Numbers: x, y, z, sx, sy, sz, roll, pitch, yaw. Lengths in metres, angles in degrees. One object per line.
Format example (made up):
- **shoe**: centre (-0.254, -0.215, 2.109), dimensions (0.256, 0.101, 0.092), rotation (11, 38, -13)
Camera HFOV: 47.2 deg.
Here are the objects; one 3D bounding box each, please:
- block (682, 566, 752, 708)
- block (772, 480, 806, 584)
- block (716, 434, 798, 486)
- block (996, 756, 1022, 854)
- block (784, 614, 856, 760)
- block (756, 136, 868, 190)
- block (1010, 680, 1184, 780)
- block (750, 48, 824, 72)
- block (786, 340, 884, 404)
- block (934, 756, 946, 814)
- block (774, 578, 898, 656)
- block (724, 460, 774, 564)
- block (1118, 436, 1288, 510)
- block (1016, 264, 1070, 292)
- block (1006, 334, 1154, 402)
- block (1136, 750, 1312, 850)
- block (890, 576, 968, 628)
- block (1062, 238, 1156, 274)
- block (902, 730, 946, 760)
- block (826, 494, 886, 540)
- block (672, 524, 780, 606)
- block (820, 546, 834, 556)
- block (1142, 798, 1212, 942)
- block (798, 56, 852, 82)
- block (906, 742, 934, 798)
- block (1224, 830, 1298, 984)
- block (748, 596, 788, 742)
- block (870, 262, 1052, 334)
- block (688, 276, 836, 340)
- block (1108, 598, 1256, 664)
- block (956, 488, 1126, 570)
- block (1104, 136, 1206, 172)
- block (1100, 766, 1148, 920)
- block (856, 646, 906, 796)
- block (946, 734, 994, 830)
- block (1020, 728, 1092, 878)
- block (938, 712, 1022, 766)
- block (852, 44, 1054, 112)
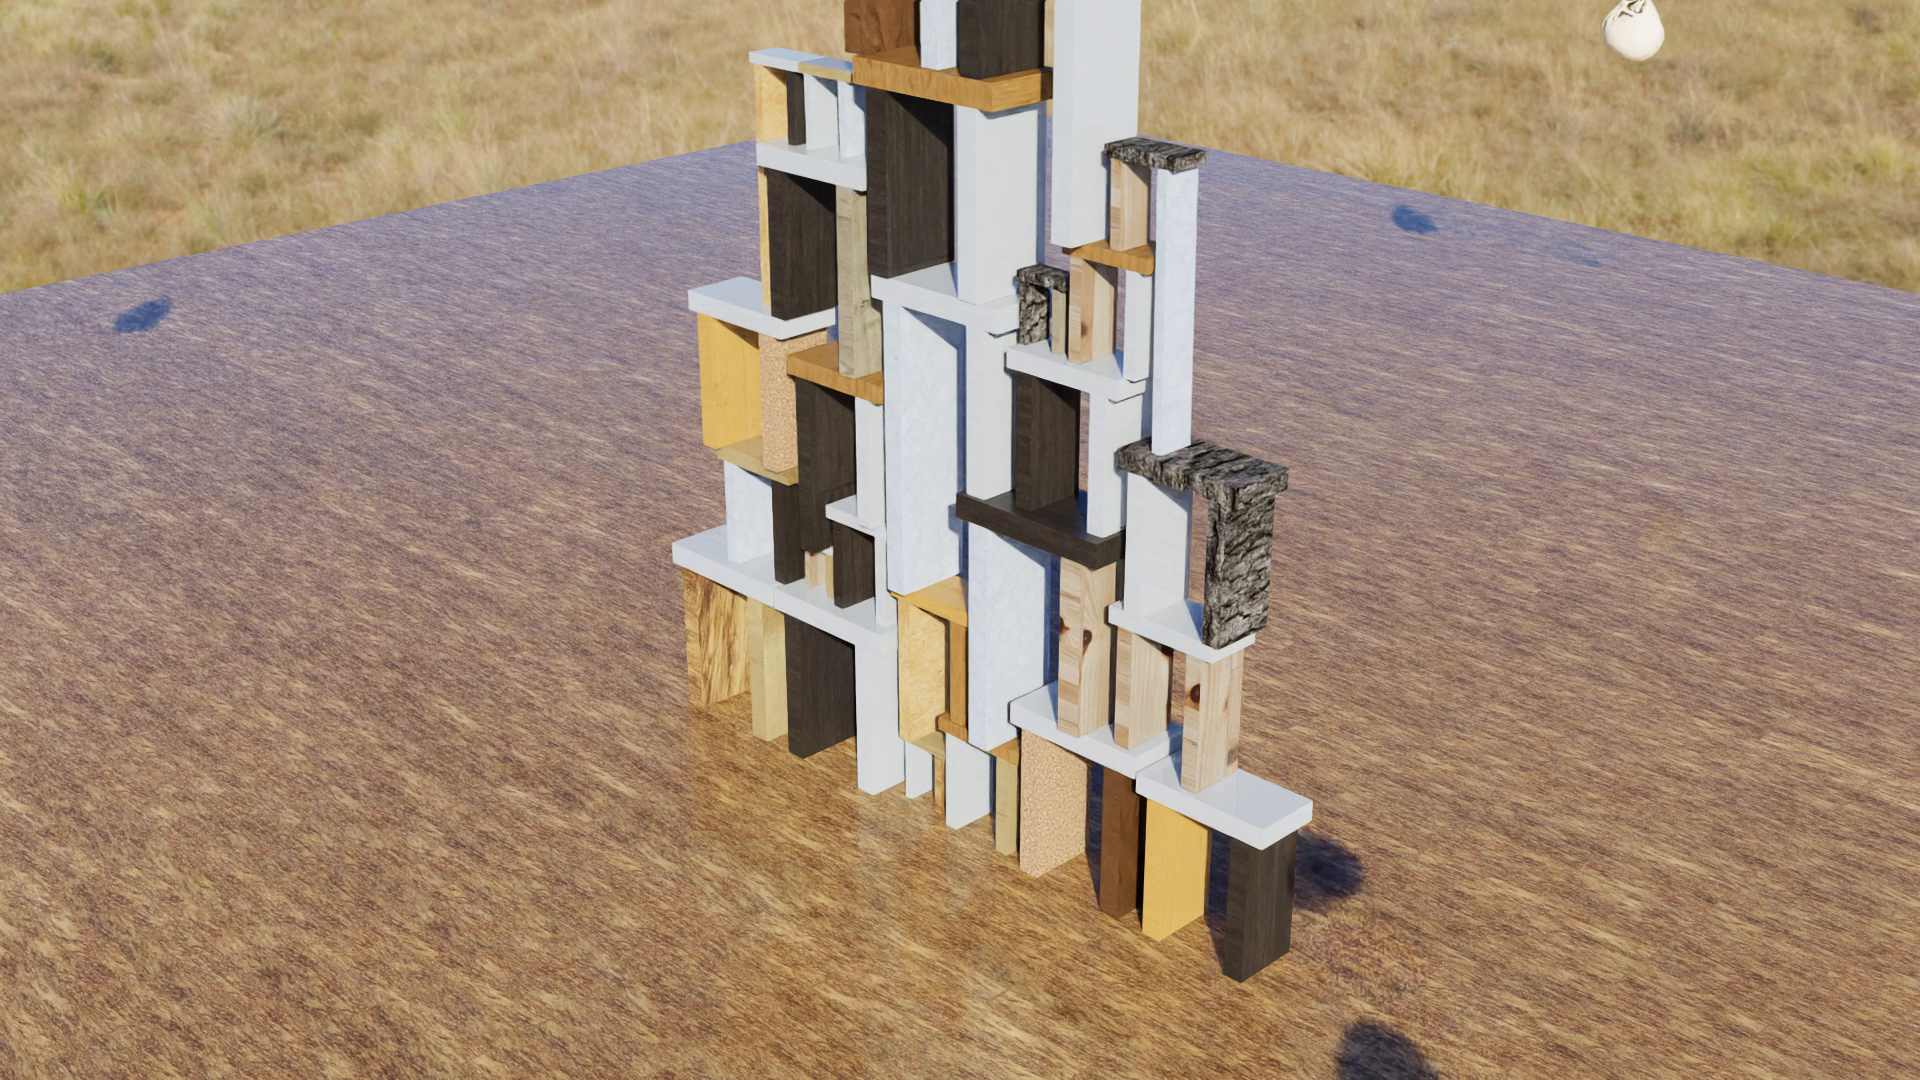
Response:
- **block**: centre (-0.529, 0.193, 4.885), dimensions (0.047, 0.329, 0.165), rotation (21, 31, 41)
- **block**: centre (-0.336, -0.032, 4.581), dimensions (0.032, 0.228, 0.114), rotation (21, 31, 40)
- **block**: centre (-0.389, -0.172, 4.579), dimensions (0.228, 0.032, 0.114), rotation (21, 31, 41)
- **block**: centre (0.118, 0.503, 4.308), dimensions (0.104, 0.208, 0.029), rotation (-21, 31, -41)
- **block**: centre (-0.291, 0.285, 4.669), dimensions (0.046, 0.328, 0.164), rotation (21, 31, 41)
- **block**: centre (-0.233, -0.721, 4.176), dimensions (0.297, 0.042, 0.148), rotation (21, 31, 40)
- **block**: centre (0.259, 0.347, 4.097), dimensions (0.154, 0.044, 0.309), rotation (-21, 31, -41)
- **block**: centre (-0.329, -0.916, 4.193), dimensions (0.071, 0.020, 0.141), rotation (-21, 31, -40)
- **block**: centre (-0.203, -0.330, 4.305), dimensions (0.265, 0.037, 0.132), rotation (21, 31, 40)
- **block**: centre (-0.022, 0.484, 4.455), dimensions (0.018, 0.128, 0.064), rotation (21, 31, 41)
- **block**: centre (-0.214, 0.143, 4.525), dimensions (0.328, 0.046, 0.164), rotation (21, 31, 41)
- **block**: centre (-0.443, -0.073, 4.680), dimensions (0.032, 0.228, 0.114), rotation (21, 31, 41)
- **block**: centre (0.410, -0.122, 3.730), dimensions (0.132, 0.037, 0.265), rotation (-21, 31, -41)
- **block**: centre (0.160, -0.460, 3.853), dimensions (0.058, 0.016, 0.116), rotation (-20, 30, -39)
- **block**: centre (0.221, -0.306, 3.857), dimensions (0.260, 0.037, 0.130), rotation (21, 31, 40)
- **block**: centre (0.468, 0.456, 3.907), dimensions (0.284, 0.040, 0.142), rotation (21, 31, 41)
- **block**: centre (-0.021, 0.109, 4.298), dimensions (0.218, 0.031, 0.109), rotation (21, 31, 41)
- **block**: centre (0.275, -0.490, 3.721), dimensions (0.095, 0.027, 0.190), rotation (-21, 31, -40)
- **block**: centre (-0.052, 0.405, 4.455), dimensions (0.128, 0.018, 0.064), rotation (21, 31, 41)
- **block**: centre (-0.170, -0.045, 4.394), dimensions (0.188, 0.027, 0.094), rotation (21, 31, 40)
- **block**: centre (-0.452, 0.050, 4.740), dimensions (0.329, 0.047, 0.165), rotation (21, 31, 41)
- **block**: centre (-0.274, 0.009, 4.521), dimensions (0.048, 0.014, 0.095), rotation (-21, 31, -40)
- **block**: centre (0.401, 0.579, 4.032), dimensions (0.040, 0.284, 0.142), rotation (21, 31, 41)
- **block**: centre (-0.228, -0.877, 4.100), dimensions (0.141, 0.020, 0.071), rotation (21, 31, 40)
- **block**: centre (-0.082, 0.461, 4.511), dimensions (0.018, 0.128, 0.064), rotation (21, 31, 41)
- **block**: centre (0.535, 0.631, 3.909), dimensions (0.040, 0.284, 0.142), rotation (21, 31, 41)
- **block**: centre (-0.374, 0.253, 4.742), dimensions (0.047, 0.329, 0.165), rotation (21, 31, 41)
- **block**: centre (0.007, -0.450, 4.021), dimensions (0.324, 0.046, 0.162), rotation (21, 31, 40)
- **block**: centre (-0.403, -0.472, 4.456), dimensions (0.288, 0.041, 0.144), rotation (21, 31, 41)
- **block**: centre (0.389, 0.147, 3.865), dimensions (0.118, 0.033, 0.236), rotation (-21, 31, -40)
- **block**: centre (0.176, -0.041, 4.008), dimensions (0.346, 0.049, 0.173), rotation (21, 31, 40)
- **block**: centre (0.319, -0.632, 3.600), dimensions (0.077, 0.022, 0.154), rotation (-21, 30, -40)
- **block**: centre (0.332, 0.537, 4.099), dimensions (0.044, 0.309, 0.154), rotation (21, 31, 41)
- **block**: centre (-0.137, 0.346, 4.527), dimensions (0.046, 0.328, 0.164), rotation (21, 31, 41)
- **block**: centre (0.019, 0.465, 4.398), dimensions (0.029, 0.208, 0.104), rotation (21, 31, 41)
- **block**: centre (0.186, 0.480, 4.233), dimensions (0.044, 0.309, 0.154), rotation (21, 31, 41)
- **block**: centre (0.069, 0.375, 4.307), dimensions (0.208, 0.029, 0.104), rotation (21, 31, 40)
- **block**: centre (-0.008, -0.818, 3.880), dimensions (0.346, 0.049, 0.173), rotation (21, 31, 41)
